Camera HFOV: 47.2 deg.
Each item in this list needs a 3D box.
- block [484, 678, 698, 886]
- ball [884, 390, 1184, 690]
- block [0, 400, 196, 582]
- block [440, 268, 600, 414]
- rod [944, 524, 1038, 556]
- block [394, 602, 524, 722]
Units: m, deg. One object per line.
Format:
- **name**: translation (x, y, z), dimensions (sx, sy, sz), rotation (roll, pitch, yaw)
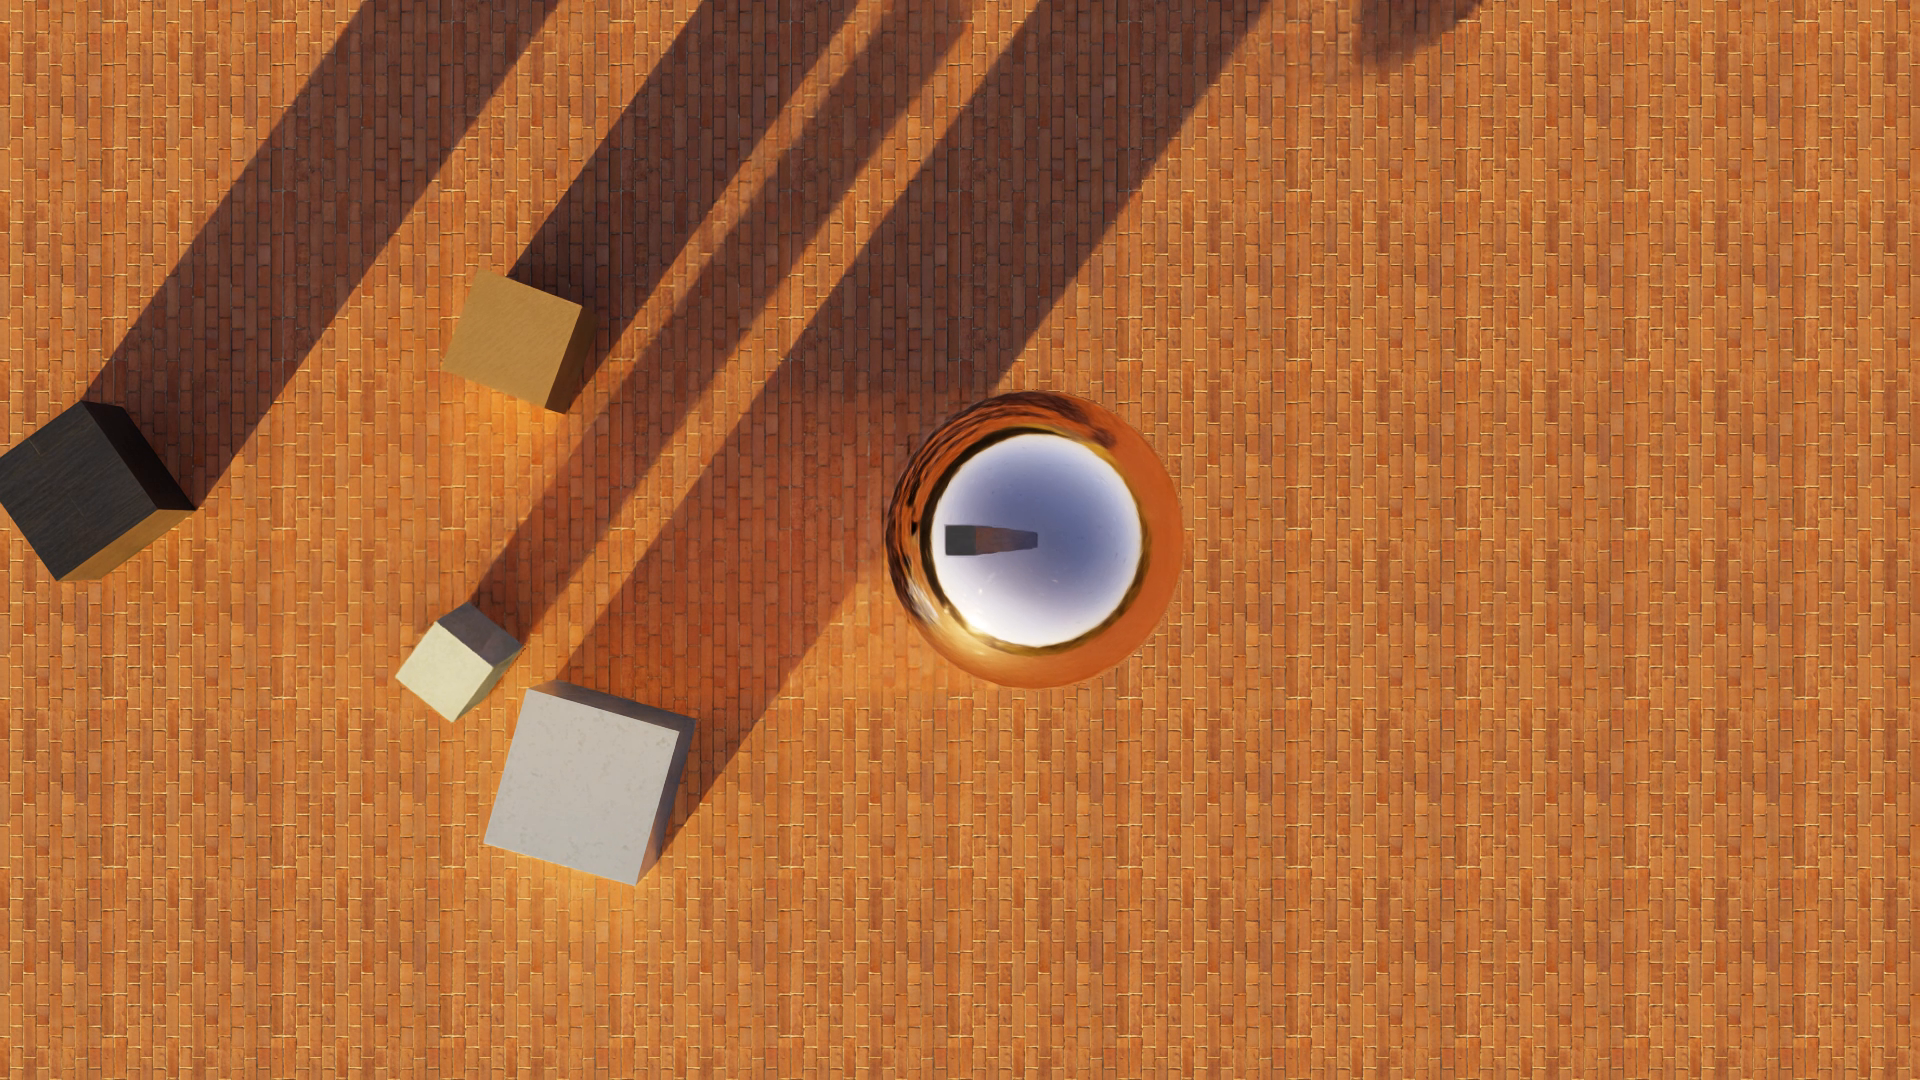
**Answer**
- **block**: translation (-2.094, 1.367, 12.578), dimensions (0.875, 0.844, 0.889), rotation (16, 90, 0)
- **ball**: translation (0.398, 0.000, 11.776), dimensions (1.600, 1.600, 1.600), rotation (0, 90, 0)
- **block**: translation (-5.017, -0.277, 12.688), dimensions (0.701, 0.624, 0.755), rotation (-35, 90, 0)
- **block**: translation (-2.520, -1.136, 12.674), dimensions (0.622, 0.651, 0.612), rotation (20, 90, 0)
- **rod**: translation (0.173, 0.000, 8.383), dimensions (0.080, 5.200, 0.080), rotation (0, 90, 4)
- **block**: translation (-2.889, 0.701, 12.710), dimensions (0.420, 0.485, 0.429), rotation (39, 105, 0)
